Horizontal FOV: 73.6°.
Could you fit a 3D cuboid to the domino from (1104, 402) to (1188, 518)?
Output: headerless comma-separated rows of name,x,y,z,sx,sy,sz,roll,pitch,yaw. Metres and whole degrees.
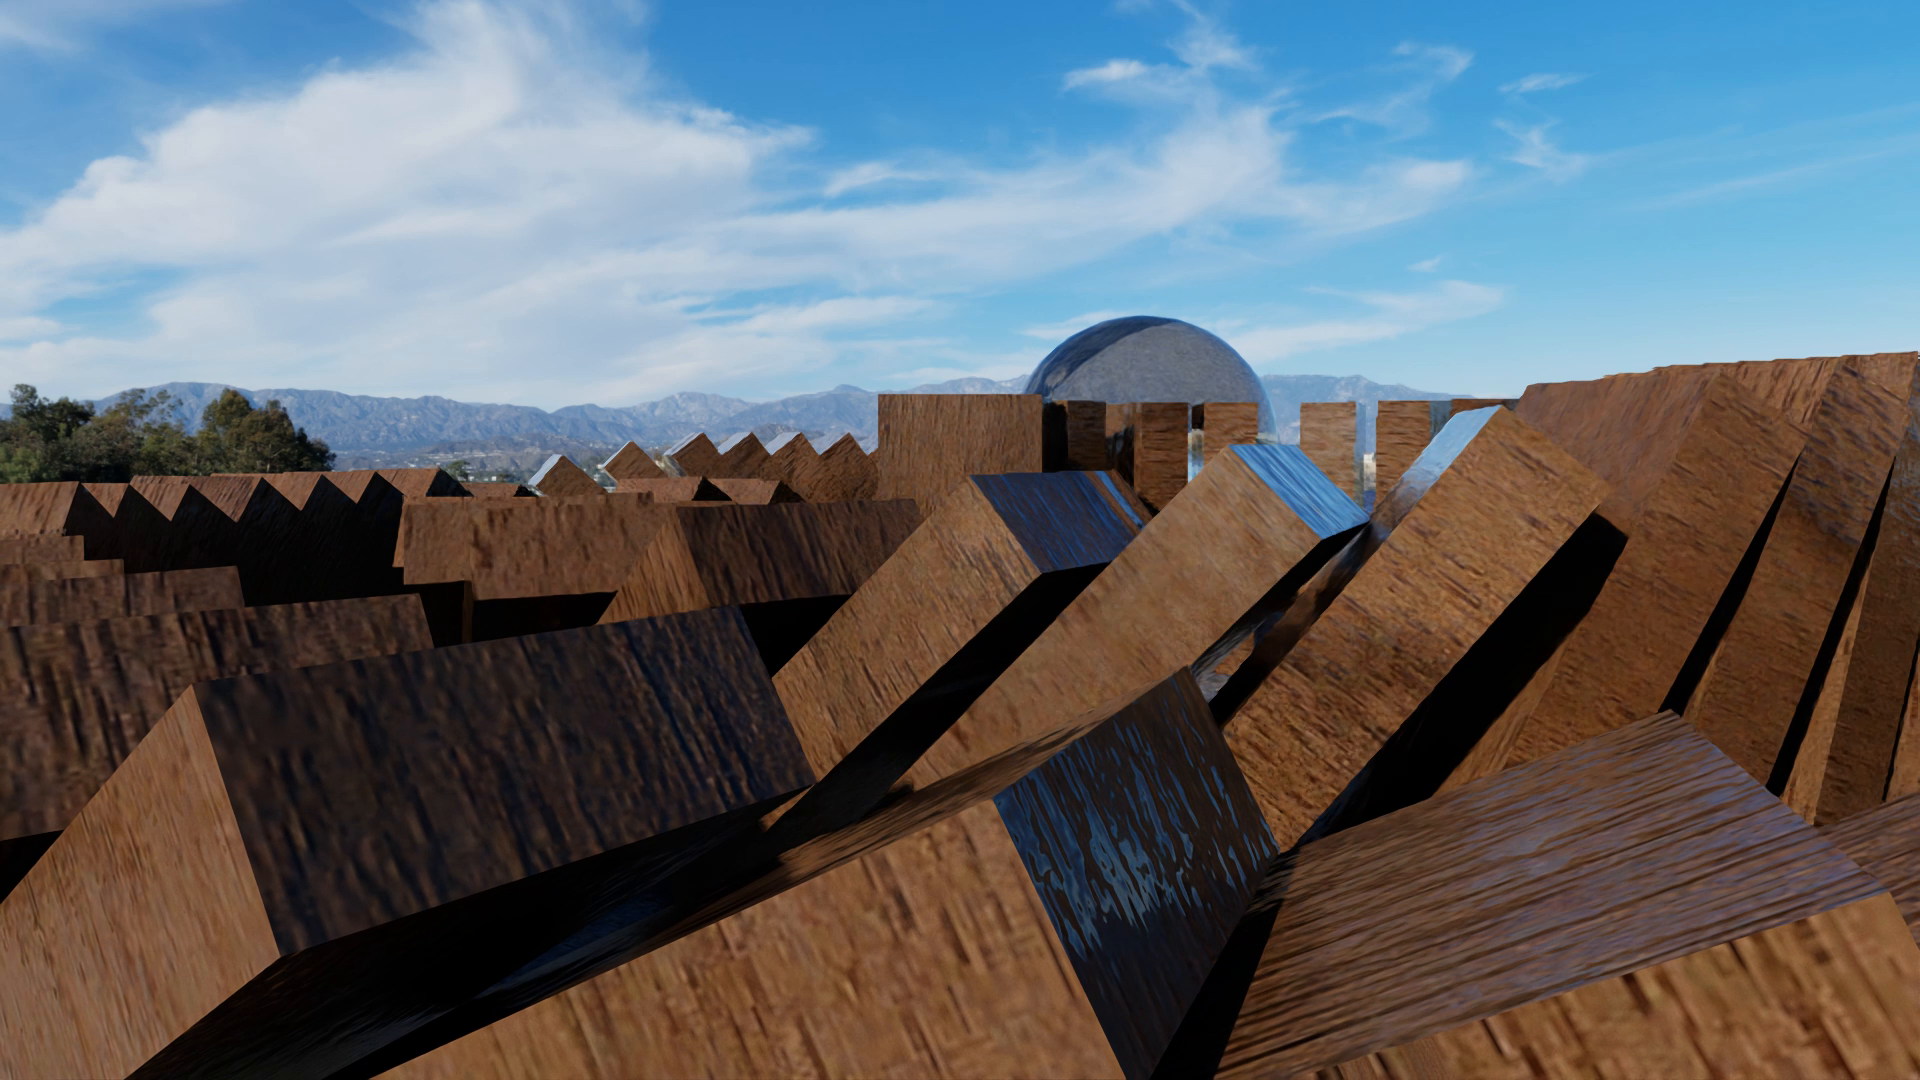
domino,0.034,-0.001,0.247,0.009,0.050,0.025,-1,4,-17

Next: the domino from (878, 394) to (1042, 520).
domino,0.000,0.002,0.201,0.025,0.050,0.010,0,4,0

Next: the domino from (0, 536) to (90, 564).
domino,-0.089,0.016,0.114,0.025,0.010,0.050,-5,-25,-29

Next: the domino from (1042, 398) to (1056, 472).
domino,0.003,0.001,0.223,0.025,0.050,0.009,2,5,25

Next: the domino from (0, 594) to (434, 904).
domino,-0.051,0.020,0.074,0.025,0.009,0.050,-4,-26,-45

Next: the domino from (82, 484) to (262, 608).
domino,-0.119,0.010,0.187,0.025,0.010,0.050,-1,-32,4

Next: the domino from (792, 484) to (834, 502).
domino,-0.017,0.004,0.293,0.050,0.010,0.025,30,-4,-15

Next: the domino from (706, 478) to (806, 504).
domino,-0.031,0.004,0.272,0.025,0.010,0.050,4,-27,44

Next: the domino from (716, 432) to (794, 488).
domino,-0.045,-0.005,0.335,0.010,0.050,0.025,-40,15,-12

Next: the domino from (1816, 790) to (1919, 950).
domino,0.033,0.023,0.051,0.050,0.009,0.025,-26,1,11

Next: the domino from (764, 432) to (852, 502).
domino,-0.033,-0.005,0.337,0.010,0.050,0.025,-40,15,-12

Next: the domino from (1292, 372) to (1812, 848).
domino,0.049,0.010,0.112,0.010,0.050,0.025,29,-1,-11

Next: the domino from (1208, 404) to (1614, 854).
domino,0.030,0.012,0.108,0.009,0.050,0.025,39,12,8

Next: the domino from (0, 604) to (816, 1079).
domino,-0.033,0.020,0.064,0.050,0.009,0.025,-36,-17,32

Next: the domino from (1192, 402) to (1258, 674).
domino,0.051,-0.001,0.248,0.010,0.050,0.025,0,4,5

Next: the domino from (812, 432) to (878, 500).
domino,-0.021,-0.006,0.340,0.010,0.050,0.025,-40,15,-12

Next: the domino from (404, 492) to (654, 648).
domino,-0.050,0.012,0.155,0.025,0.009,0.050,-4,-29,-16

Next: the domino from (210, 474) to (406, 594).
domino,-0.114,0.006,0.239,0.025,0.010,0.050,1,-32,20

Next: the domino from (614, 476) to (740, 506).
domino,-0.045,0.005,0.258,0.025,0.010,0.050,0,-30,39

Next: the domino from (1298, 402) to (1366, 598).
domino,0.071,-0.001,0.243,0.009,0.050,0.025,2,5,21

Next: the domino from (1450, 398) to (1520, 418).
domino,0.096,0.001,0.222,0.025,0.050,0.010,-3,5,-32

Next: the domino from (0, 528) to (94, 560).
domino,-0.110,0.014,0.151,0.025,0.010,0.050,-1,-26,-13

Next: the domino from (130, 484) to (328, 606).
domino,-0.119,0.009,0.205,0.025,0.010,0.050,1,-31,11

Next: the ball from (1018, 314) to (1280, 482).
ball,0.053,-0.026,0.379,0.080,0.080,0.080,0,4,0

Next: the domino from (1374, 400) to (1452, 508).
domino,0.086,0.000,0.235,0.010,0.050,0.025,4,6,41

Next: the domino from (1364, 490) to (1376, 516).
domino,0.108,0.005,0.292,0.025,0.009,0.050,-4,33,-48

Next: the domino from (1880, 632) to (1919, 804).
domino,0.089,0.007,0.136,0.025,0.050,0.009,4,-1,44

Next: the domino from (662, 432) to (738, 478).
domino,-0.056,-0.005,0.330,0.010,0.050,0.025,-40,15,-12

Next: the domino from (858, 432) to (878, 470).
domino,-0.009,-0.006,0.342,0.010,0.050,0.025,-40,15,-12

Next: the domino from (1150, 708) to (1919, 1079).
domino,0.009,0.023,0.054,0.050,0.009,0.025,-26,-4,17

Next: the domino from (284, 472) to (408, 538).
domino,-0.110,0.005,0.255,0.025,0.010,0.050,1,-32,26

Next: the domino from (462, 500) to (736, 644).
domino,-0.041,0.014,0.140,0.025,0.010,0.050,-3,-30,-24

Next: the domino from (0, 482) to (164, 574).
domino,-0.117,0.011,0.168,0.025,0.009,0.050,-2,-32,-5

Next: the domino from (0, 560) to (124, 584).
domino,-0.079,0.018,0.100,0.025,0.010,0.050,-3,-26,-33

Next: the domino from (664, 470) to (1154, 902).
domino,-0.006,0.014,0.117,0.050,0.009,0.025,-45,-20,27

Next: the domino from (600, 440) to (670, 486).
domino,-0.069,-0.004,0.325,0.009,0.050,0.025,-46,14,-10

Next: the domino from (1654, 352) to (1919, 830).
domino,0.076,0.008,0.125,0.009,0.050,0.025,17,-4,-27

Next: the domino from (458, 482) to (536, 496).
domino,-0.092,0.004,0.291,0.025,0.010,0.050,3,-26,33

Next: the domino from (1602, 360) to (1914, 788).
domino,0.063,0.009,0.117,0.010,0.050,0.025,24,-3,-17

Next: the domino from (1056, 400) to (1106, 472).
domino,0.014,0.000,0.236,0.010,0.050,0.025,-4,6,-40

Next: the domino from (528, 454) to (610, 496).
domino,-0.082,-0.001,0.315,0.050,0.010,0.025,42,-12,-20

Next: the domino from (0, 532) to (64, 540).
domino,-0.101,0.015,0.132,0.025,0.009,0.050,-3,-26,-22

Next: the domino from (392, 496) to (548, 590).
domino,-0.056,0.011,0.173,0.025,0.009,0.050,-1,-30,-7

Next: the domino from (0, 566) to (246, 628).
domino,-0.065,0.019,0.085,0.025,0.009,0.050,-6,-25,-40

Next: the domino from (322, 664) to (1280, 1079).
domino,-0.012,0.022,0.058,0.050,0.009,0.025,-29,-7,22

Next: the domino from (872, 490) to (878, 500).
domino,0.003,0.004,0.299,0.050,0.009,0.025,29,-3,-13

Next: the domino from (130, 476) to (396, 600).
domino,-0.117,0.007,0.222,0.025,0.009,0.050,1,-32,15

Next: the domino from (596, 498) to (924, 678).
domino,-0.025,0.014,0.127,0.025,0.009,0.050,-4,-31,-41

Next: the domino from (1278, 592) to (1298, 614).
domino,0.067,0.003,0.309,0.050,0.010,0.025,32,15,18

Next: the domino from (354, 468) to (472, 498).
domino,-0.103,0.003,0.270,0.025,0.010,0.050,0,-32,28

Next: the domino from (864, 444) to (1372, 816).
domino,0.012,0.013,0.110,0.009,0.050,0.025,48,21,15
